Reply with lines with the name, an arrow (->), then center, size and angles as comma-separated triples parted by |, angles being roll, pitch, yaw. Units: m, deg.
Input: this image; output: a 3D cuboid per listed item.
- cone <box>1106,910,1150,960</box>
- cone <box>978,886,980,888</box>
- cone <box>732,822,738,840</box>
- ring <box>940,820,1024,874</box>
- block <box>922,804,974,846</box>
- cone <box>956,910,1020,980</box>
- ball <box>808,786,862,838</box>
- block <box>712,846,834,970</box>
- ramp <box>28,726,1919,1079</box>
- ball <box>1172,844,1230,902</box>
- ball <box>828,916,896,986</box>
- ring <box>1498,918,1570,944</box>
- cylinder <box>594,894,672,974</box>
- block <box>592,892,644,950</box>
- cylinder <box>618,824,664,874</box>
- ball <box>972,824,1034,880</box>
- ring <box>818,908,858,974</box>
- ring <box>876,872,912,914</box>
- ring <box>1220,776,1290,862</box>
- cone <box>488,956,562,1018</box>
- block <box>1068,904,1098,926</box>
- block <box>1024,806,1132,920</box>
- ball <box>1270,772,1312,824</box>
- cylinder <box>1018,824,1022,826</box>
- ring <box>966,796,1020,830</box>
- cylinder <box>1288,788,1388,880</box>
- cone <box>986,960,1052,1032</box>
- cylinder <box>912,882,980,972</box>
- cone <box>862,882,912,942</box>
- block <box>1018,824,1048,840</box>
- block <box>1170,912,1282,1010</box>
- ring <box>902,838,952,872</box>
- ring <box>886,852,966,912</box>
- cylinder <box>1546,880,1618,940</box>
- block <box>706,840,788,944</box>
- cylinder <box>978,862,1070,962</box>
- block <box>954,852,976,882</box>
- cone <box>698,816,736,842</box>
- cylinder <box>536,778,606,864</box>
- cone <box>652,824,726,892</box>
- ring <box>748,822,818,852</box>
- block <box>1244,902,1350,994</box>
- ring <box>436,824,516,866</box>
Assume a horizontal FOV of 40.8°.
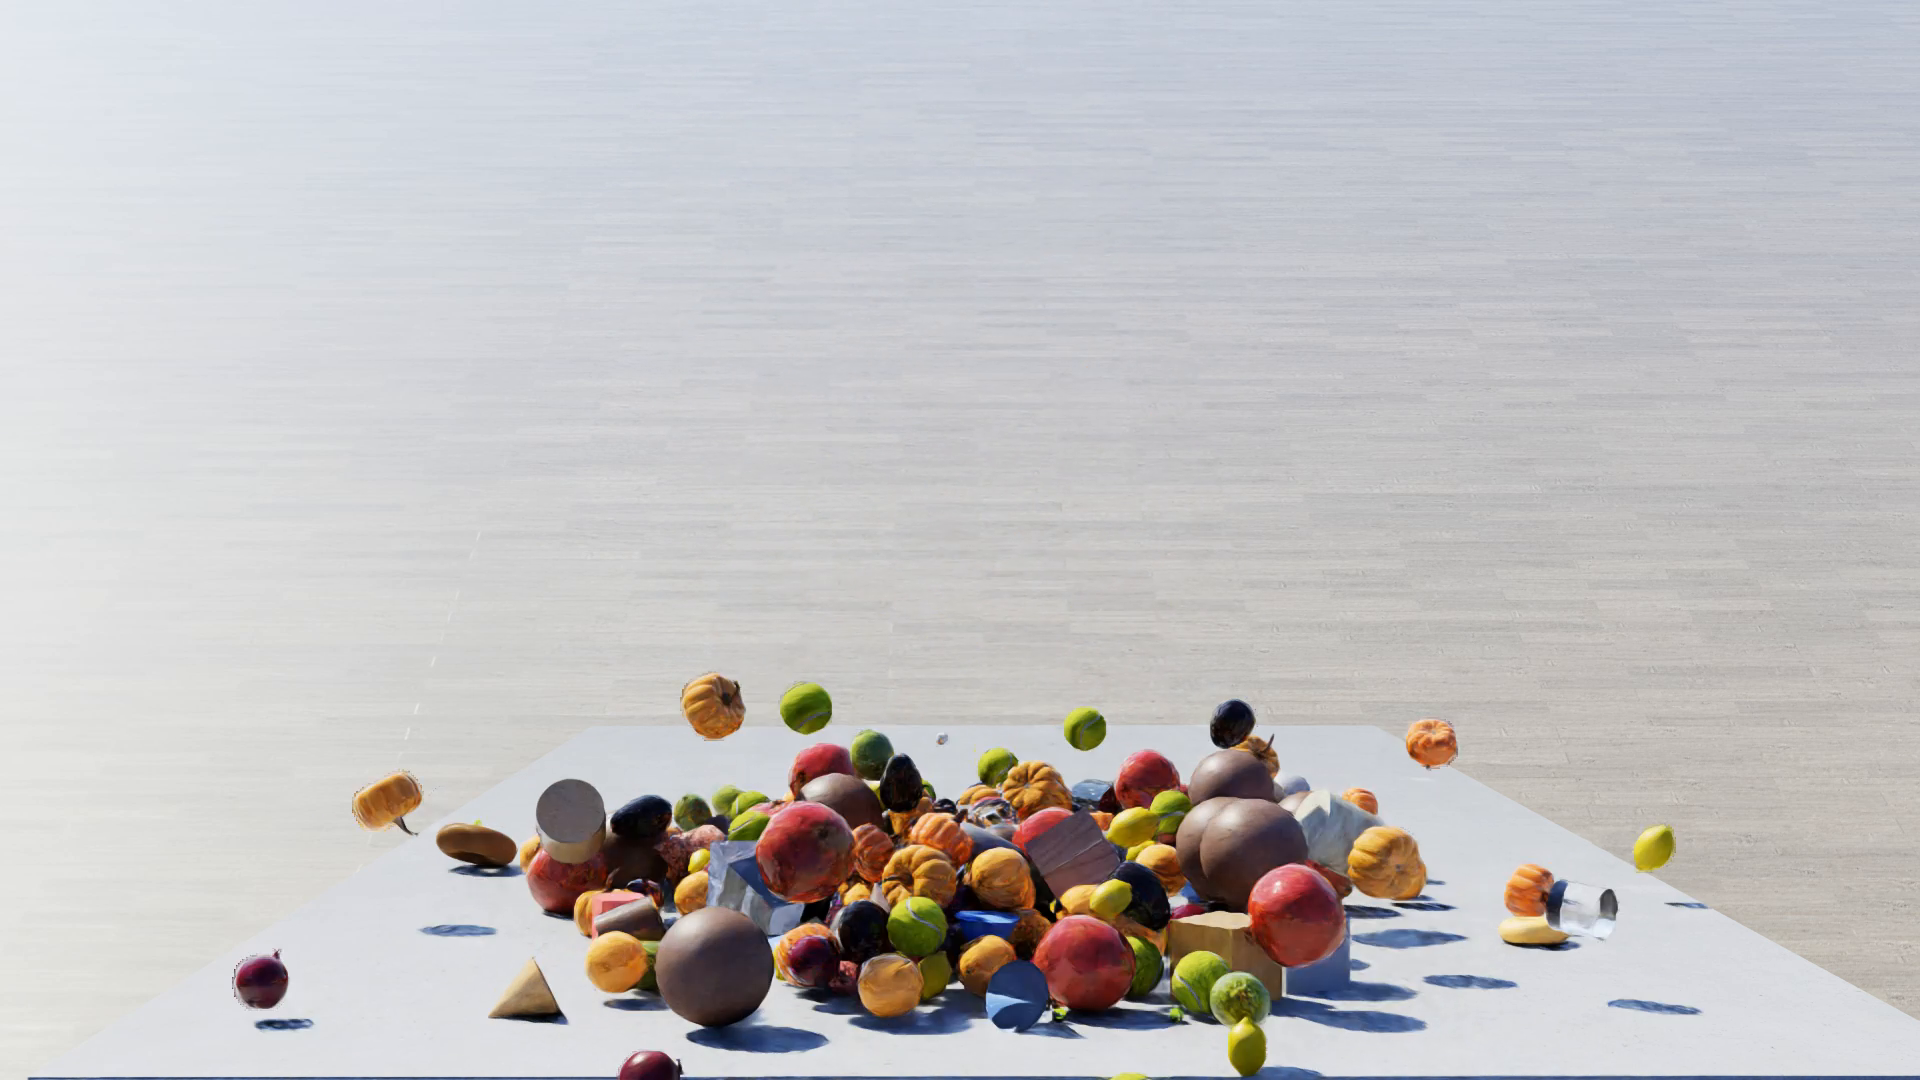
cone -> 0.220, 0.492, 3.248 | 0.057, 0.057, 0.057 | 17, -2, 1
cone -> 0.040, 0.491, 3.629 | 0.061, 0.061, 0.061 | 0, 1, 0
cone -> -0.374, 0.497, 4.158 | 0.072, 0.072, 0.072 | -16, 36, -29
ring -> 0.028, 0.382, 3.206 | 0.114, 0.038, 0.114 | 24, -8, 4
block -> 0.003, 0.468, 4.042 | 0.094, 0.094, 0.094 | -1, 1, -30
cone -> 0.031, 0.483, 3.049 | 0.077, 0.077, 0.077 | 2, 3, 0
ball -> -0.207, 0.452, 4.287 | 0.088, 0.088, 0.088 | 0, 27, 0
block -> -0.231, 0.454, 3.192 | 0.095, 0.095, 0.095 | -11, 39, -42
ramp -> 0.062, 0.556, 4.594 | 2.000, 0.100, 4.000 | 0, 1, 0
ball -> 0.346, 0.479, 3.705 | 0.083, 0.083, 0.083 | 0, 27, 0
ball -> -0.116, 0.490, 3.080 | 0.081, 0.081, 0.081 | 0, 27, 0
ring -> 0.749, 0.510, 3.368 | 0.092, 0.031, 0.092 | 1, -4, 0
cylinder -> -0.395, 0.475, 3.115 | 0.073, 0.073, 0.073 | -21, 31, -6
block -> -0.441, 0.495, 3.360 | 0.062, 0.062, 0.062 | 0, 1, -19
cylinder -> -0.483, 0.470, 3.927 | 0.054, 0.054, 0.054 | -22, 39, 19
ball -> 0.058, 0.423, 3.463 | 0.086, 0.086, 0.086 | 0, 27, 0
ring -> -0.148, 0.489, 3.149 | 0.029, 0.087, 0.087 | 21, 30, 4
ring -> -0.050, 0.487, 3.515 | 0.139, 0.046, 0.139 | 15, -10, 3
ring -> 0.469, 0.444, 4.103 | 0.140, 0.140, 0.047 | -23, 25, -37
cone -> -0.496, 0.517, 2.893 | 0.075, 0.075, 0.075 | -27, 34, -11
block -> 0.137, 0.475, 3.537 | 0.093, 0.093, 0.093 | 0, 0, 12
block -> 0.147, 0.402, 3.211 | 0.090, 0.090, 0.090 | -32, 69, -1
ball -> 0.567, 0.447, 4.489 | 0.090, 0.090, 0.090 | 0, 27, 0
cylinder -> 0.075, 0.486, 4.161 | 0.053, 0.053, 0.053 | -13, 19, 30
ring -> 0.047, 0.402, 3.684 | 0.076, 0.025, 0.076 | -1, 63, 3
cylinder -> 0.507, 0.396, 3.467 | 0.093, 0.093, 0.093 | 28, 22, -17
cone -> 0.083, 0.510, 2.845 | 0.080, 0.080, 0.080 | 24, -4, 38
cylinder -> -0.017, 0.476, 3.182 | 0.083, 0.083, 0.083 | 0, 19, 0
cone -> -0.100, 0.454, 3.206 | 0.072, 0.072, 0.072 | -5, 49, -9
block -> 0.103, 0.477, 3.889 | 0.082, 0.082, 0.082 | 1, 1, 44
block -> 0.307, 0.486, 2.989 | 0.092, 0.092, 0.092 | 1, 1, 45
ring -> -0.044, 0.438, 3.564 | 0.080, 0.027, 0.080 | -35, 6, 4
ring -> -0.043, 0.437, 3.290 | 0.113, 0.038, 0.113 | -29, 7, 4
cylinder -> 0.720, 0.428, 2.989 | 0.060, 0.060, 0.060 | 8, 26, 41
block -> -0.271, 0.457, 3.351 | 0.098, 0.098, 0.098 | -1, 55, 4
cylinder -> 0.079, 0.466, 3.239 | 0.092, 0.092, 0.092 | -8, 29, -16
block -> 0.004, 0.477, 3.881 | 0.052, 0.052, 0.052 | -29, 11, 4
cone -> -0.370, 0.495, 4.081 | 0.086, 0.086, 0.086 | -19, 39, -33
cylinder -> -0.535, 0.388, 3.557 | 0.093, 0.093, 0.093 | 2, 65, -5
cone -> -0.406, 0.449, 3.715 | 0.099, 0.099, 0.099 | 21, 8, -43
ring -> -0.294, 0.492, 4.278 | 0.117, 0.039, 0.117 | -1, 2, 0
block -> 0.401, 0.486, 3.076 | 0.090, 0.090, 0.090 | 0, 1, -27
ring -> -0.758, 0.478, 4.048 | 0.128, 0.128, 0.043 | 6, 70, 12
